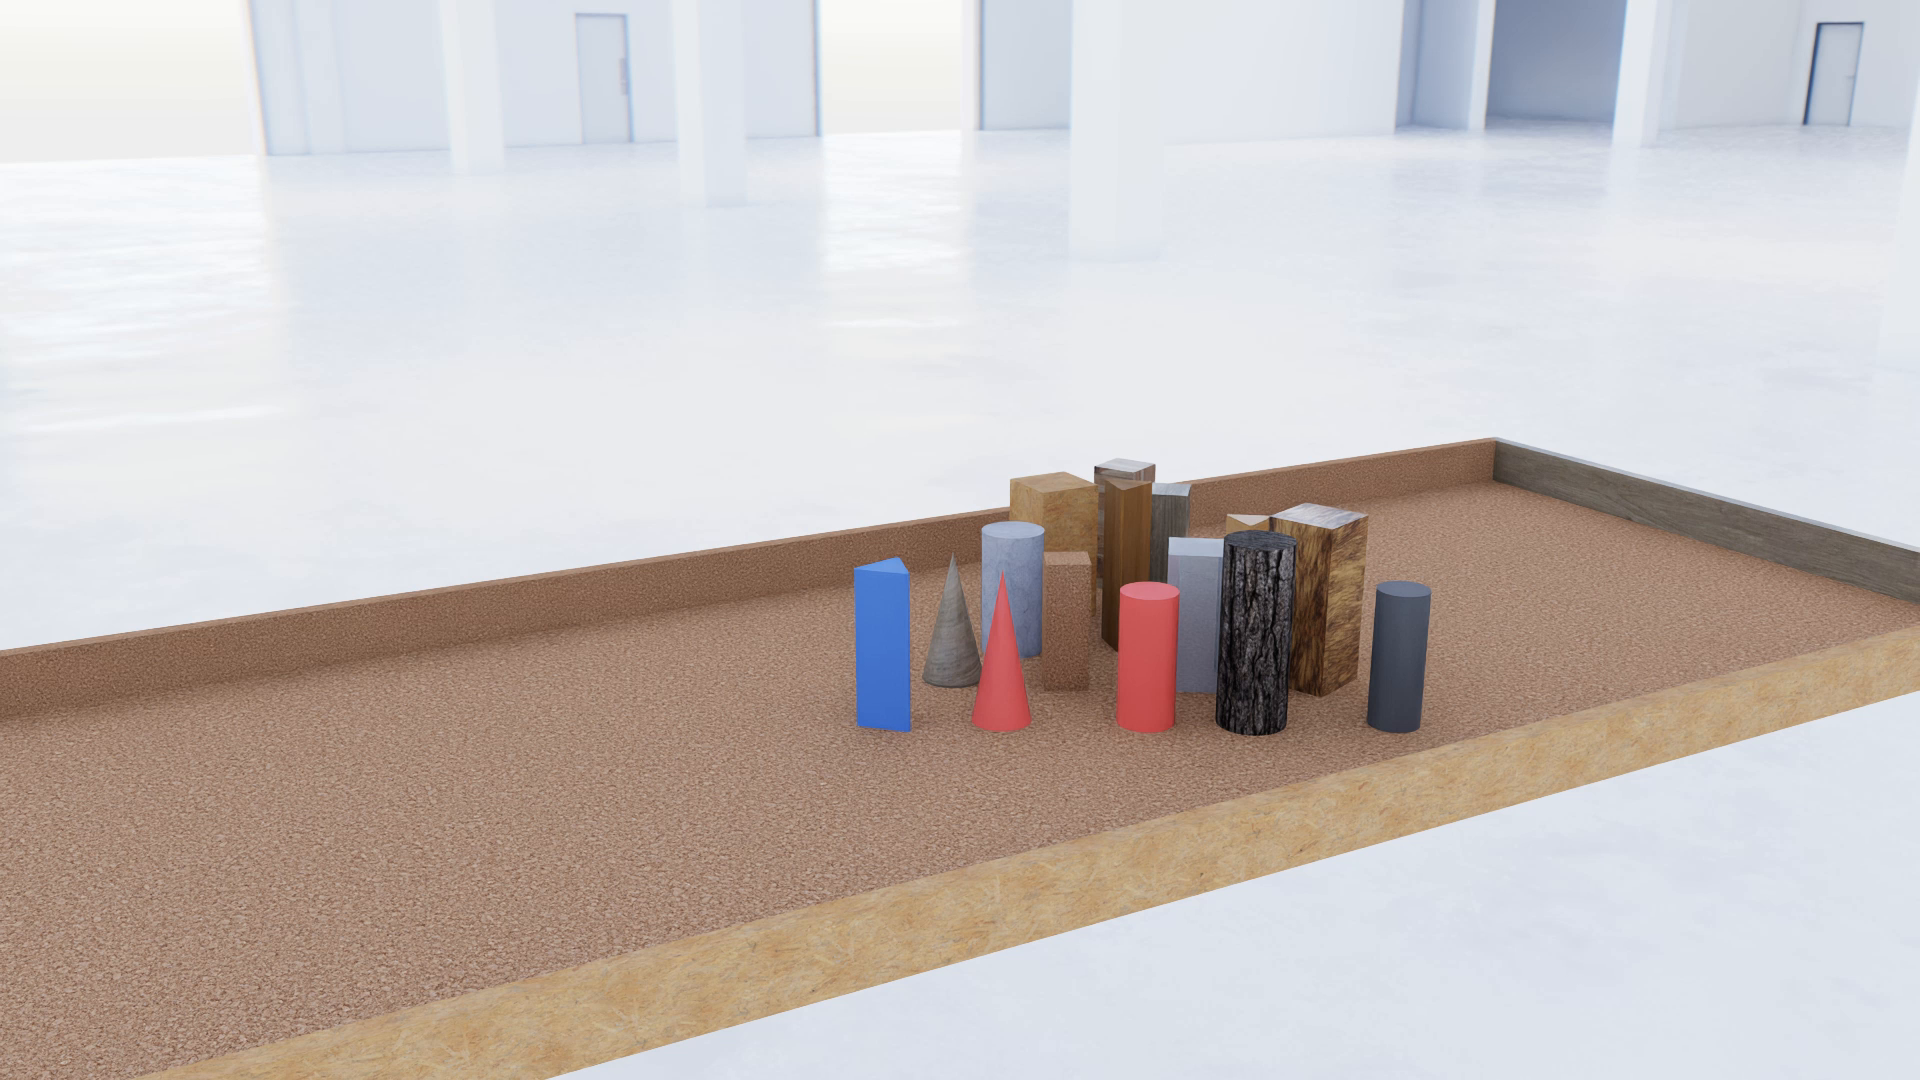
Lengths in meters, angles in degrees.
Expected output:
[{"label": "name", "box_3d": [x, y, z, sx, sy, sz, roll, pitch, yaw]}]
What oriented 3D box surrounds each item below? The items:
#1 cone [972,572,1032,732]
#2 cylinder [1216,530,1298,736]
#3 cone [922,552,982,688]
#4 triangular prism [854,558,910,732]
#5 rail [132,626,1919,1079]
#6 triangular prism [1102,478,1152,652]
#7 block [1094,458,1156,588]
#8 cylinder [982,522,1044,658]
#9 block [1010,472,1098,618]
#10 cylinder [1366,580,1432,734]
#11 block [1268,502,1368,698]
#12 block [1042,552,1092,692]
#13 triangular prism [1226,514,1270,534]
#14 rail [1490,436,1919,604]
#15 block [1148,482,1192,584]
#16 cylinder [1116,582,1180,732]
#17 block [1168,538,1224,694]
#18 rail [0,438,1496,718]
[{"label": "cone", "box_3d": [0.098, 0.247, 3.854, 0.142, 0.373, 0.142, 0, 16, 0]}, {"label": "cylinder", "box_3d": [0.686, 0.215, 3.831, 0.166, 0.447, 0.166, 0, 16, 0]}, {"label": "cone", "box_3d": [-0.017, 0.187, 4.128, 0.157, 0.332, 0.157, 0, 16, 0]}, {"label": "triangular prism", "box_3d": [-0.162, 0.241, 3.853, 0.131, 0.386, 0.114, 5, 17, 17]}, {"label": "rail", "box_3d": [-2.336, 1.006, 1.665, 12.000, 0.150, 0.050, -9, 18, -27]}, {"label": "triangular prism", "box_3d": [0.422, 0.061, 4.363, 0.105, 0.441, 0.121, 16, 22, 42]}, {"label": "block", "box_3d": [0.480, -0.042, 4.848, 0.131, 0.367, 0.131, 11, 20, 34]}, {"label": "cylinder", "box_3d": [0.138, 0.131, 4.329, 0.164, 0.328, 0.164, 0, 16, 0]}, {"label": "block", "box_3d": [0.259, 0.022, 4.606, 0.178, 0.380, 0.178, -9, 18, -27]}, {"label": "cylinder", "box_3d": [1.021, 0.272, 3.840, 0.123, 0.333, 0.123, 0, 16, 0]}, {"label": "block", "box_3d": [0.879, 0.146, 4.098, 0.175, 0.429, 0.175, 14, 22, 40]}, {"label": "block", "box_3d": [0.262, 0.202, 4.087, 0.109, 0.328, 0.109, 0, 16, -2]}, {"label": "triangular prism", "box_3d": [0.736, 0.116, 4.318, 0.098, 0.362, 0.114, 12, 20, 36]}, {"label": "rail", "box_3d": [2.466, -0.048, 5.253, 0.050, 0.150, 2.100, -9, 18, -27]}, {"label": "block", "box_3d": [0.567, 0.035, 4.588, 0.128, 0.366, 0.128, 3, 17, 12]}, {"label": "cylinder", "box_3d": [0.438, 0.273, 3.851, 0.137, 0.325, 0.137, 0, 16, 0]}, {"label": "block", "box_3d": [0.590, 0.186, 4.098, 0.153, 0.352, 0.153, 2, 17, 7]}, {"label": "rail", "box_3d": [-3.305, 0.497, 3.399, 12.000, 0.150, 0.050, -9, 18, -27]}]
